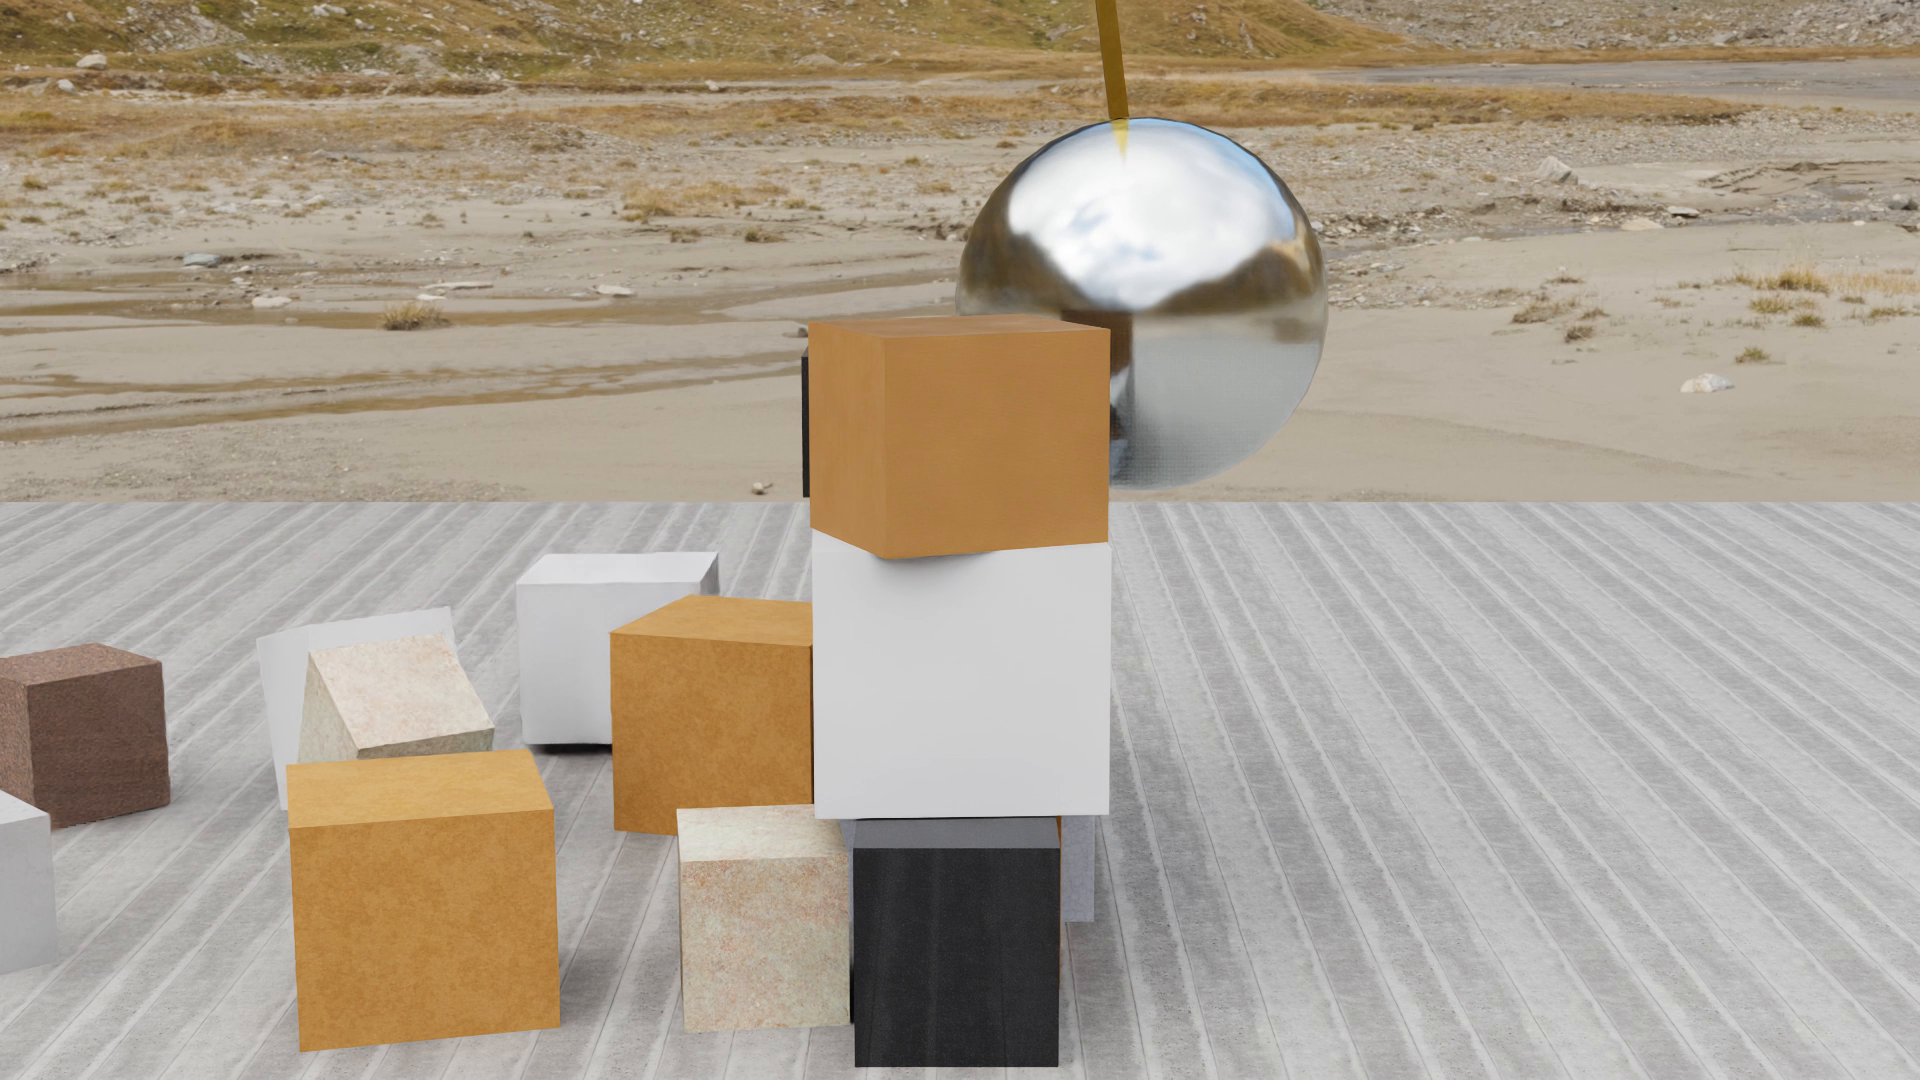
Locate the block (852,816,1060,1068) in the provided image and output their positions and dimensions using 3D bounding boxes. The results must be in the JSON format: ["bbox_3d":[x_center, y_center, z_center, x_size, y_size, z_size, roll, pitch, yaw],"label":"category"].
[{"bbox_3d":[-0.012,1.416,9.499,0.730,0.815,0.787,0,10,0],"label":"block"}]

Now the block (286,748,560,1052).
[{"bbox_3d":[-2.061,1.348,9.791,0.942,0.844,0.886,-3,11,-15],"label":"block"}]

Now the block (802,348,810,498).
[{"bbox_3d":[-0.335,-0.498,10.531,0.593,0.567,0.541,0,10,0],"label":"block"}]

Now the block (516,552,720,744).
[{"bbox_3d":[-1.799,0.564,13.699,0.950,0.848,0.888,-1,10,1],"label":"block"}]

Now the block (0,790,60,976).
[{"bbox_3d":[-4.088,1.384,10.250,0.669,0.610,0.688,-10,14,-42],"label":"block"}]

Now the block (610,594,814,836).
[{"bbox_3d":[-1.015,0.844,12.265,0.990,0.950,0.923,3,11,17],"label":"block"}]

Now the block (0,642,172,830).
[{"bbox_3d":[-4.309,0.941,12.388,0.657,0.709,0.684,9,14,44],"label":"block"}]

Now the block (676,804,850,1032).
[{"bbox_3d":[-0.762,1.435,9.830,0.616,0.660,0.692,-1,10,-7],"label":"block"}]

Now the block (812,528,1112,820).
[{"bbox_3d":[-0.017,0.446,9.794,1.080,0.990,0.961,-1,10,-3],"label":"block"}]

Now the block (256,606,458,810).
[{"bbox_3d":[-2.858,0.813,12.329,0.719,0.844,0.670,-8,-3,-36],"label":"block"}]

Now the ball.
[{"bbox_3d":[0.777,-1.005,10.998,1.600,1.600,1.600,0,10,0],"label":"ball"}]

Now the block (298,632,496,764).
[{"bbox_3d":[-2.536,0.962,11.471,0.615,0.765,0.684,-7,40,-31],"label":"block"}]

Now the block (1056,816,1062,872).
[{"bbox_3d":[-0.002,1.323,10.300,0.782,0.711,0.802,0,10,0],"label":"block"}]

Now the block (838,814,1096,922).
[{"bbox_3d":[-0.011,1.044,11.170,1.151,0.949,0.997,0,10,0],"label":"block"}]

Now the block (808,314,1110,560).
[{"bbox_3d":[-0.012,-0.405,9.514,0.882,0.782,0.755,-4,11,-24],"label":"block"}]

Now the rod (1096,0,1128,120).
[{"bbox_3d":[0.337,-4.322,10.394,0.080,5.200,0.080,-7,10,1],"label":"rod"}]
